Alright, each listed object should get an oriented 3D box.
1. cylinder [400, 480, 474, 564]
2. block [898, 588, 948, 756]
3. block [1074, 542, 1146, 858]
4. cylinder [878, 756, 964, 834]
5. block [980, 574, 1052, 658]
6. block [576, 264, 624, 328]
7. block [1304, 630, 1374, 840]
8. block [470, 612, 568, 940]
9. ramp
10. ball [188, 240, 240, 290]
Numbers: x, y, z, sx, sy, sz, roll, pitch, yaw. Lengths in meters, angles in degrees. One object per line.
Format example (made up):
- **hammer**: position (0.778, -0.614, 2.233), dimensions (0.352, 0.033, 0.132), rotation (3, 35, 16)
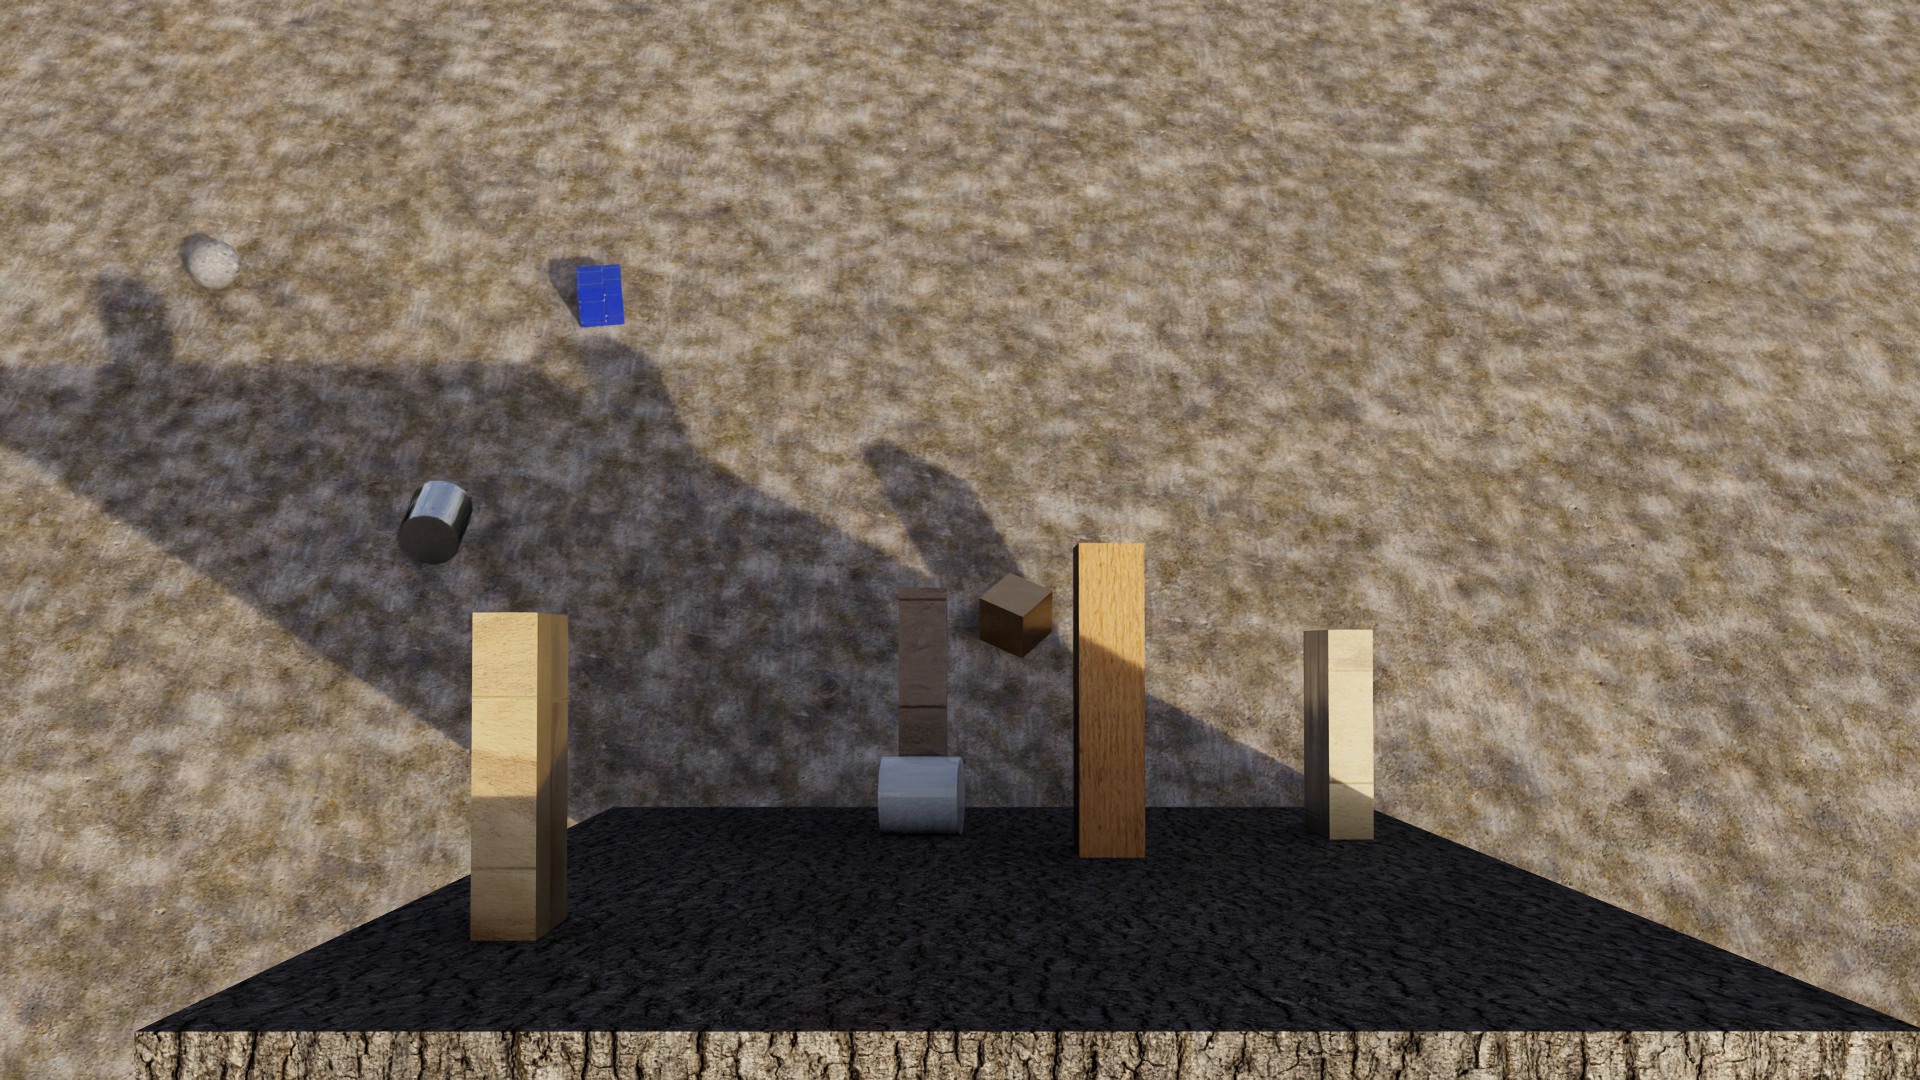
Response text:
- **cylinder**: position (-1.592, -0.053, 7.908), dimensions (0.183, 0.183, 0.183), rotation (3, 36, 4)
- **block**: position (-0.086, 0.400, 6.230), dimensions (0.110, 0.562, 0.445), rotation (0, -2, 0)
- **block**: position (0.308, 0.330, 5.407), dimensions (0.133, 0.637, 0.272), rotation (0, -2, 0)
- **cylinder**: position (-0.086, 0.580, 5.905), dimensions (0.177, 0.177, 0.177), rotation (0, 36, 6)
- **block**: position (0.162, 0.219, 7.563), dimensions (0.152, 0.152, 0.152), rotation (23, 42, 28)
- **block**: position (-1.246, -0.847, 9.014), dimensions (0.151, 0.151, 0.151), rotation (-5, 37, -6)
- **block**: position (0.866, 0.439, 5.968), dimensions (0.098, 0.463, 0.419), rotation (0, -2, 0)
- **block**: position (-0.666, 0.351, 3.947), dimensions (0.095, 0.478, 0.301), rotation (0, -2, 0)
- **ramp**: position (0.080, 0.678, 4.894), dimensions (2.000, 0.100, 4.000), rotation (0, -2, 0)
- **ball**: position (-2.626, -0.968, 9.157), dimensions (0.177, 0.177, 0.177), rotation (0, 36, 0)
